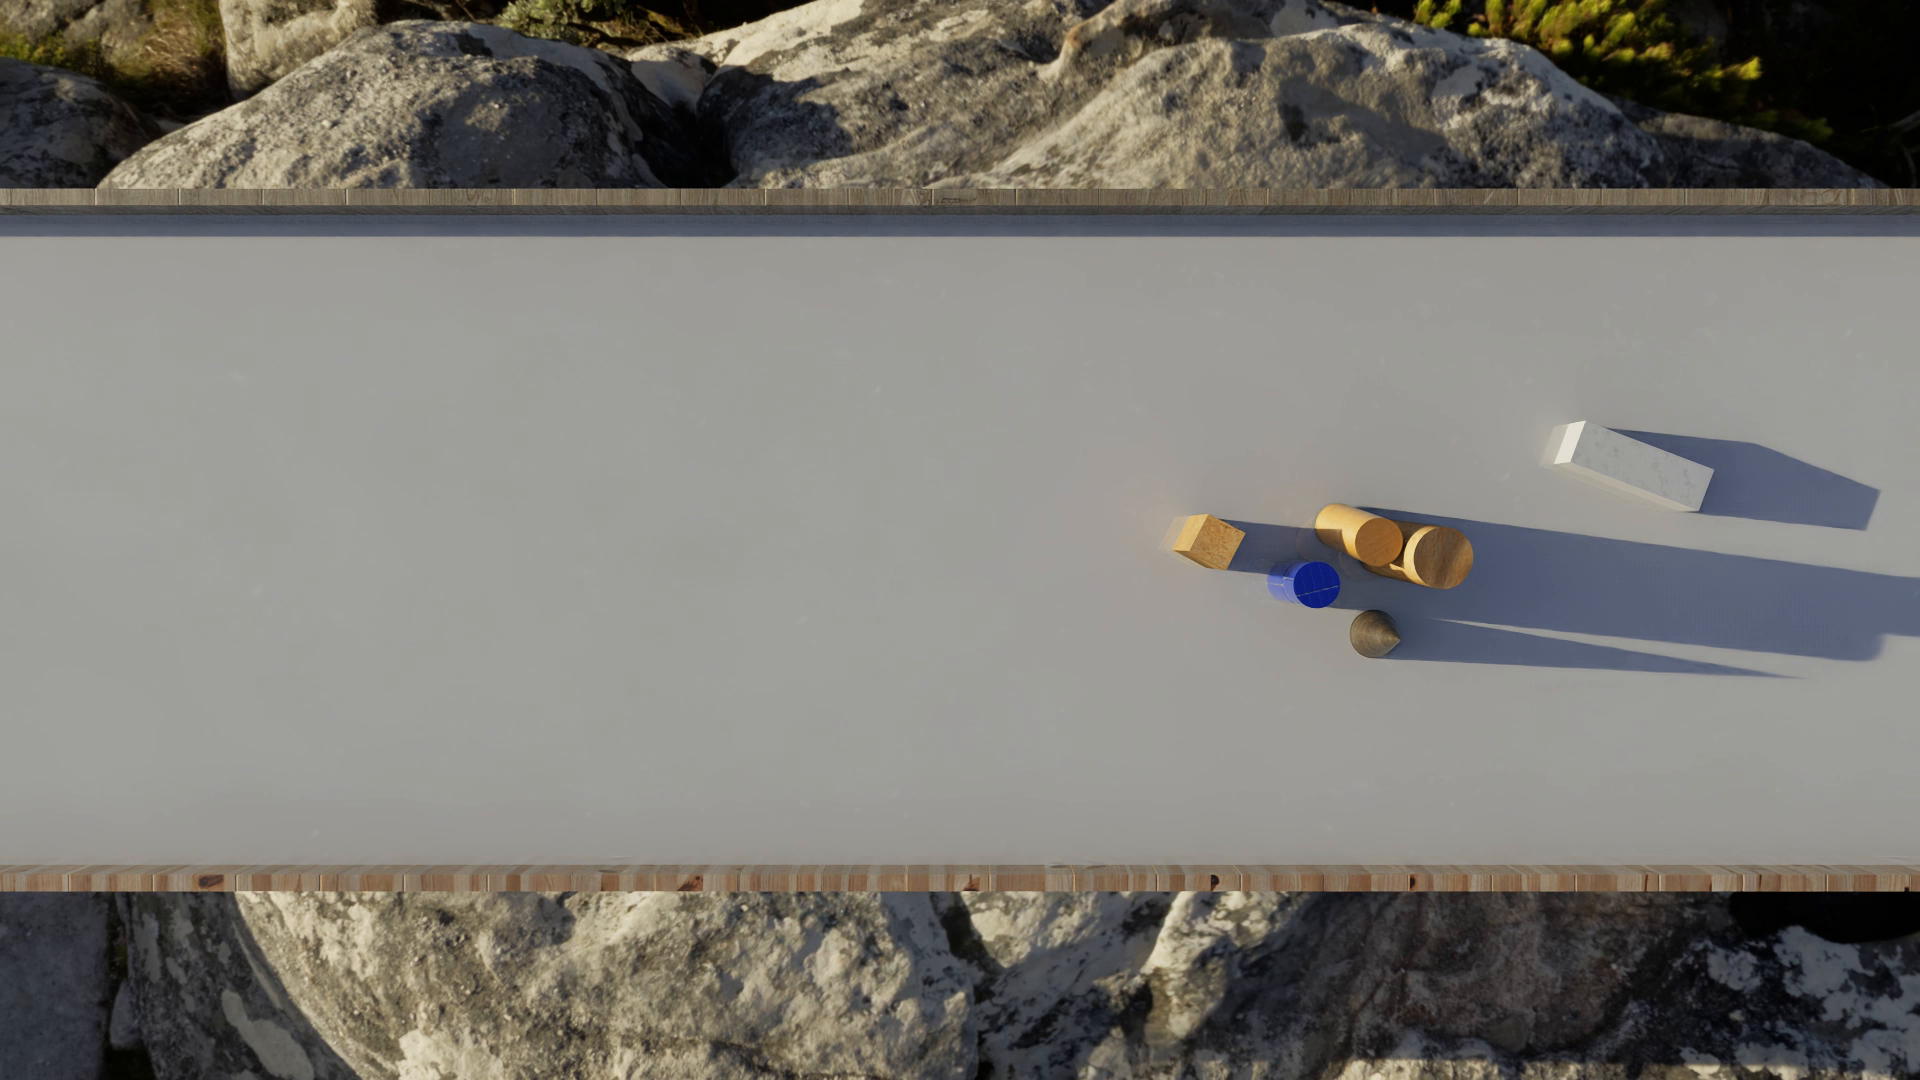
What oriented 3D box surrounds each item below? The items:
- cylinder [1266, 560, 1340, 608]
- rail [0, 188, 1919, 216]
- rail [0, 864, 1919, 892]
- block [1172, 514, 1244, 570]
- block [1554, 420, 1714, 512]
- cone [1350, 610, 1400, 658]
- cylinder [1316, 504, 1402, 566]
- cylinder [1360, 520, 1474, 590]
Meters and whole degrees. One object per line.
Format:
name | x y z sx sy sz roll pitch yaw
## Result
cylinder | 1.010 0.127 4.873 0.133 0.406 0.133 0 90 0
rail | -2.247 -1.025 5.002 12.000 0.150 0.050 0 90 0
rail | -2.247 1.025 5.001 12.000 0.150 0.050 0 90 0
block | 0.734 0.006 4.890 0.119 0.374 0.119 28 90 0
block | 2.045 -0.223 5.010 0.413 0.132 0.132 21 90 0
cone | 1.274 0.289 4.920 0.150 0.312 0.150 0 90 0
cylinder | 1.173 -0.019 4.870 0.139 0.397 0.139 0 97 -4
cylinder | 1.332 0.037 4.847 0.176 0.441 0.176 0 94 -7
